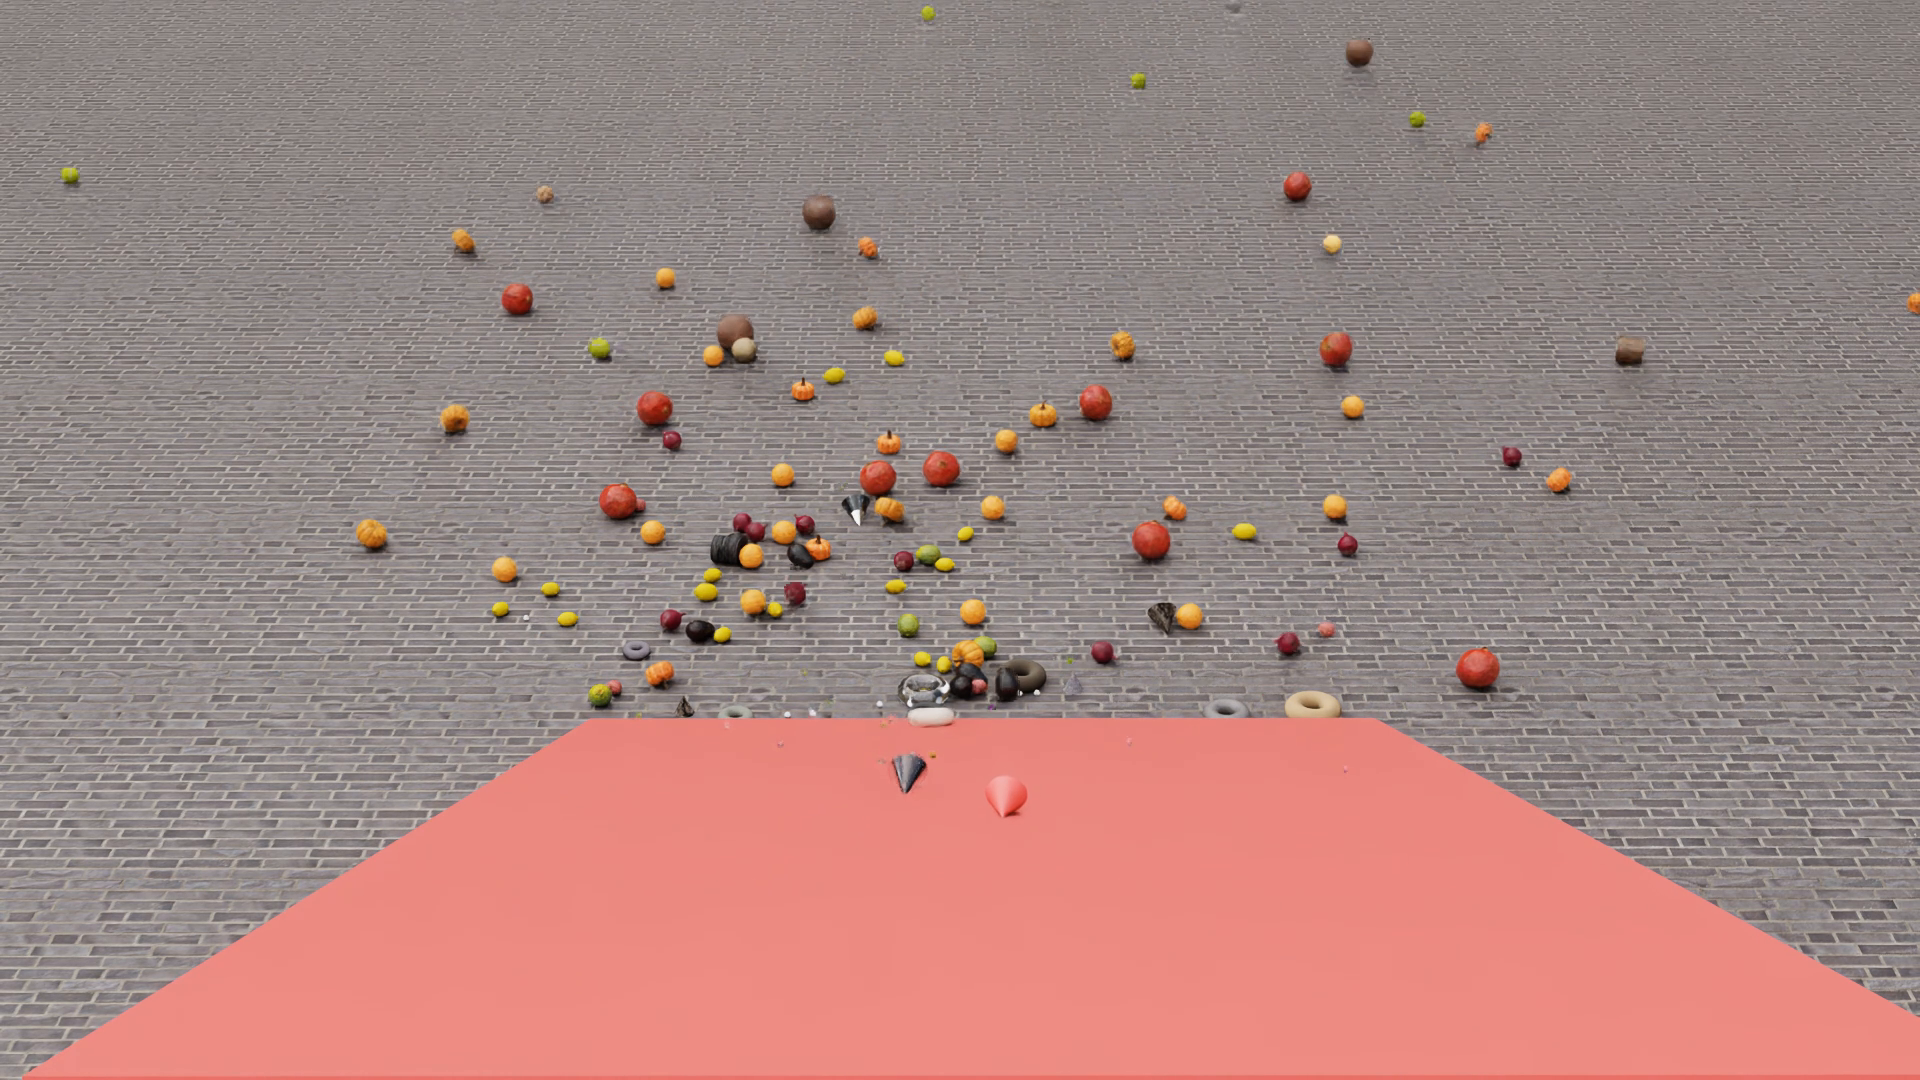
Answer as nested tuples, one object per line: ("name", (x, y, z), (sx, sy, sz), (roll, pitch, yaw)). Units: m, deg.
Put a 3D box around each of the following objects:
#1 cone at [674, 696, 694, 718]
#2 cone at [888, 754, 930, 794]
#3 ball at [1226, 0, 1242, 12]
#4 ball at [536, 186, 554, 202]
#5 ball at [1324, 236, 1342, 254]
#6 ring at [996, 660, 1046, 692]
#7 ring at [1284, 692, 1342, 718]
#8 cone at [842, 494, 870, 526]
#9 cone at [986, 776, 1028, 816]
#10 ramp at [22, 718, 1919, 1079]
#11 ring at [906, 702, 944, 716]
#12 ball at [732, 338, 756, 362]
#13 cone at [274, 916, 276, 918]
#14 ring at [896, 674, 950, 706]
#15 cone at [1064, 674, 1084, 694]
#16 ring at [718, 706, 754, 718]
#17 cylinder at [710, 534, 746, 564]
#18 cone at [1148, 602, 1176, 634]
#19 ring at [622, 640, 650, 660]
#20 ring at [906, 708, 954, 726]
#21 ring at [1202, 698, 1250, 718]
("cone", (-0.724, 0.430, 6.770), (0.053, 0.053, 0.053), (0, 27, 0))
("cone", (-0.104, 0.469, 4.975), (0.081, 0.081, 0.081), (3, 25, 5))
("ball", (1.373, -2.687, 12.953), (0.078, 0.078, 0.078), (0, 27, 0))
("ball", (-1.670, -1.390, 10.382), (0.067, 0.067, 0.067), (0, 27, 0))
("ball", (1.422, -1.130, 9.860), (0.070, 0.070, 0.070), (0, 27, 0))
("ring", (0.164, 0.364, 6.912), (0.135, 0.045, 0.135), (0, 28, 0))
("ring", (0.924, 0.443, 6.750), (0.149, 0.050, 0.149), (0, 25, 0))
("cone", (-0.309, -0.077, 7.796), (0.088, 0.088, 0.088), (-5, 54, -9))
("cone", (0.079, 0.477, 4.635), (0.077, 0.077, 0.077), (4, 26, 7))
("ramp", (0.060, 0.545, 4.581), (2.000, 0.100, 4.000), (0, 1, 0))
("ring", (-0.087, 0.458, 6.735), (0.108, 0.036, 0.108), (-1, 27, 1))
("ball", (-0.744, -0.655, 8.897), (0.084, 0.084, 0.084), (0, 27, 0))
("cone", (-1.551, 0.897, 5.869), (0.060, 0.060, 0.060), (15, 57, 28))
("ring", (-0.097, 0.400, 6.839), (0.141, 0.047, 0.141), (-1, 27, 1))
("cone", (0.302, 0.375, 6.878), (0.055, 0.055, 0.055), (0, 27, 0))
("ring", (-0.584, 0.464, 6.727), (0.097, 0.032, 0.097), (0, 25, 0))
("cylinder", (-0.678, 0.028, 7.541), (0.080, 0.080, 0.080), (7, 27, 13))
("cone", (0.570, 0.231, 7.185), (0.083, 0.083, 0.083), (-5, 54, -9))
("ring", (-0.884, 0.301, 7.057), (0.078, 0.026, 0.078), (1, 28, 0))
("ring", (-0.073, 0.439, 6.398), (0.118, 0.039, 0.118), (-1, 2, 0))
("ring", (0.695, 0.456, 6.733), (0.126, 0.042, 0.126), (-1, 27, 1))
